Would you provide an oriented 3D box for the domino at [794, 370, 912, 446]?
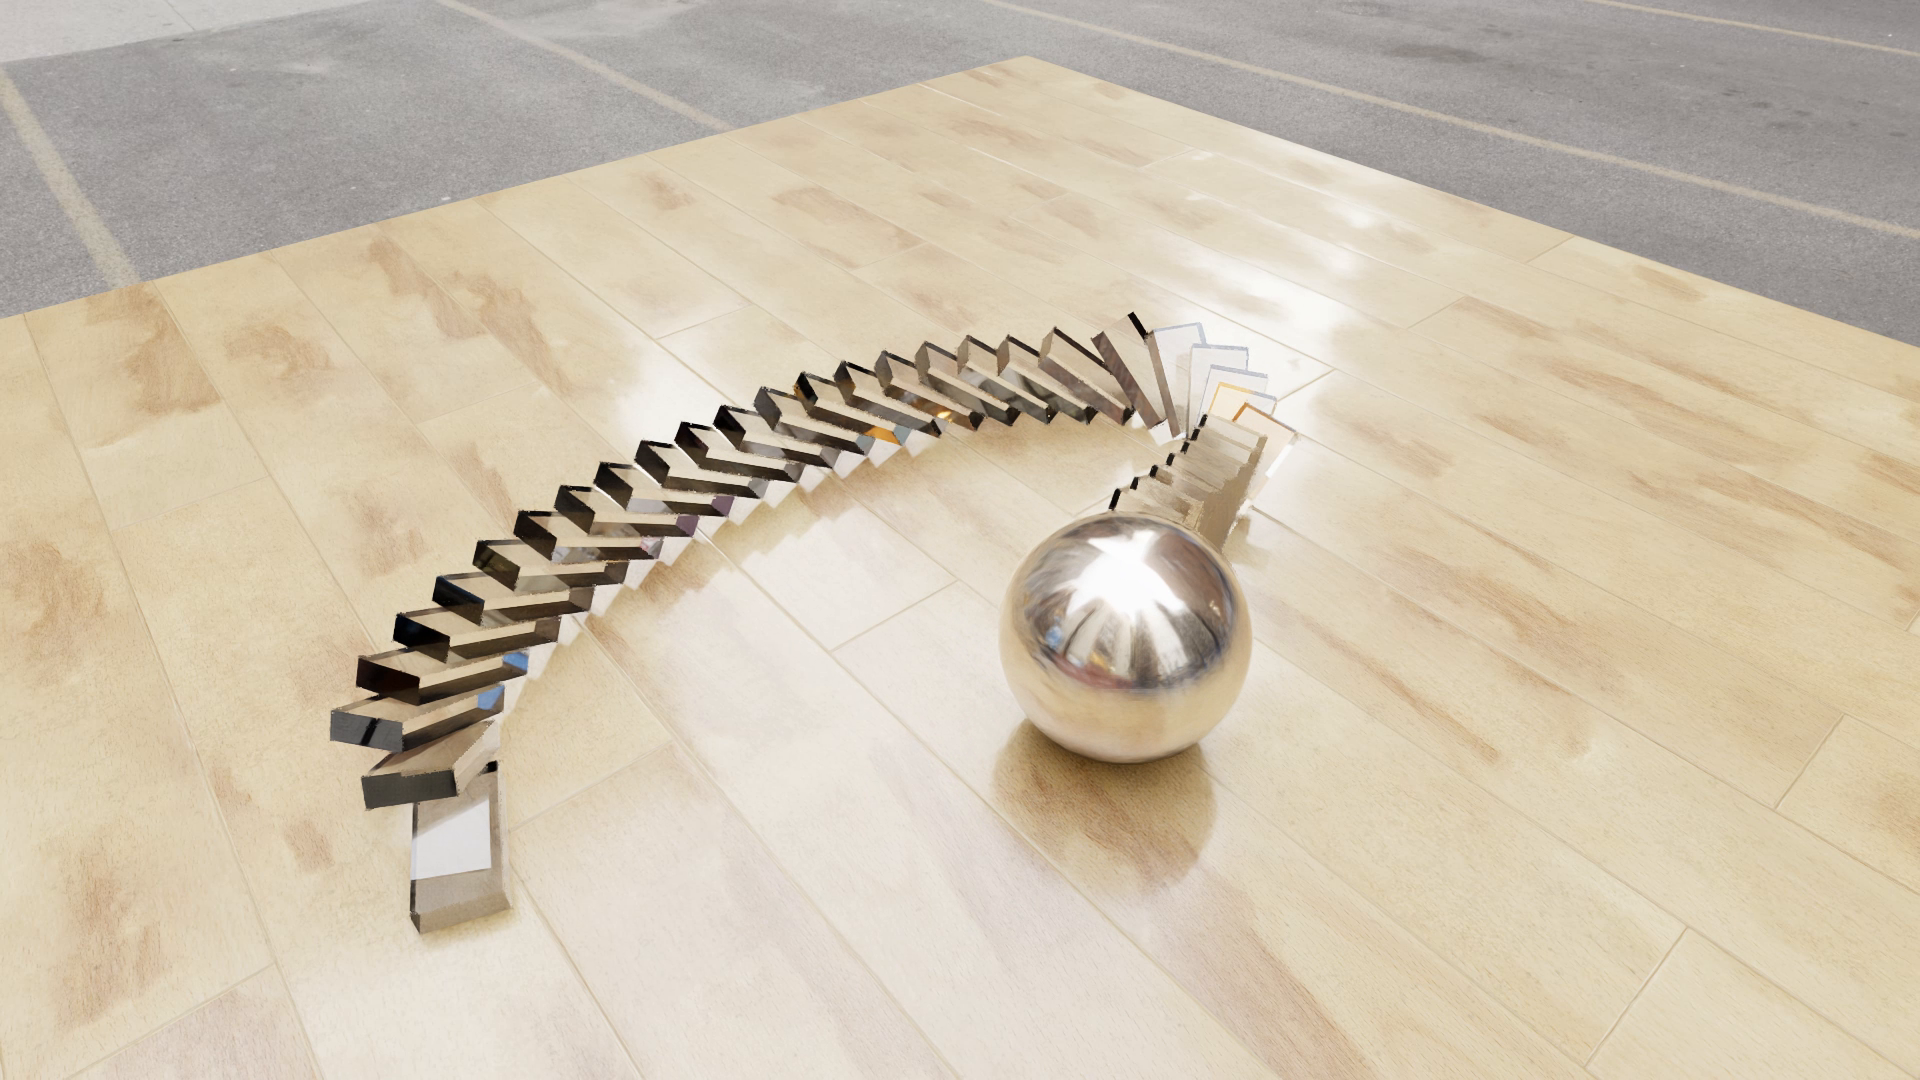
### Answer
[{"bbox_3d":[-0.048,-0.059,0.496,0.050,0.010,0.025,15,28,-36],"label":"domino"}]

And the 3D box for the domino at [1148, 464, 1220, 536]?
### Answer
[{"bbox_3d":[0.076,0.000,0.413,0.025,0.050,0.010,31,23,32],"label":"domino"}]

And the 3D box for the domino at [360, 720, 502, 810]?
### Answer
[{"bbox_3d":[-0.162,0.068,0.340,0.025,0.009,0.050,-7,7,-8],"label":"domino"}]

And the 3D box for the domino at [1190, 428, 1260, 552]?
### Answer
[{"bbox_3d":[0.096,-0.016,0.432,0.025,0.050,0.010,31,22,32],"label":"domino"}]

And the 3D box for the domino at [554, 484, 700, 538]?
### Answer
[{"bbox_3d":[-0.132,-0.011,0.437,0.025,0.010,0.050,31,17,32],"label":"domino"}]

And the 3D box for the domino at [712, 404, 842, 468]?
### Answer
[{"bbox_3d":[-0.079,-0.045,0.478,0.050,0.009,0.025,9,26,-45],"label":"domino"}]

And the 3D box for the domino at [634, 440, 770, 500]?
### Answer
[{"bbox_3d":[-0.107,-0.029,0.459,0.050,0.009,0.025,6,25,-49],"label":"domino"}]

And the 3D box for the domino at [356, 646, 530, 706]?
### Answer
[{"bbox_3d":[-0.173,0.043,0.371,0.025,0.010,0.050,13,9,17],"label":"domino"}]

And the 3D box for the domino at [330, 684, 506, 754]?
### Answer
[{"bbox_3d":[-0.174,0.055,0.355,0.025,0.009,0.050,7,7,11],"label":"domino"}]

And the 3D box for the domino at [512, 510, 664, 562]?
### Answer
[{"bbox_3d":[-0.143,-0.002,0.426,0.025,0.010,0.050,29,15,30],"label":"domino"}]

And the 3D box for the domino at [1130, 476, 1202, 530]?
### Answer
[{"bbox_3d":[0.068,0.004,0.407,0.025,0.050,0.009,31,23,32],"label":"domino"}]

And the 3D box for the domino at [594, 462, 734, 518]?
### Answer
[{"bbox_3d":[-0.120,-0.020,0.448,0.025,0.010,0.050,33,18,34],"label":"domino"}]

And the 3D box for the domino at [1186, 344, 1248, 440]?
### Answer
[{"bbox_3d":[0.116,-0.063,0.496,0.025,0.010,0.050,4,79,4],"label":"domino"}]

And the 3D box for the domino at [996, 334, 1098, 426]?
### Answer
[{"bbox_3d":[0.041,-0.075,0.515,0.050,0.009,0.025,26,35,-20],"label":"domino"}]

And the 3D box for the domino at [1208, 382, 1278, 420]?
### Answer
[{"bbox_3d":[0.114,-0.040,0.469,0.025,0.010,0.050,20,83,20],"label":"domino"}]

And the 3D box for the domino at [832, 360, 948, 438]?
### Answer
[{"bbox_3d":[-0.031,-0.064,0.502,0.050,0.010,0.025,17,29,-33],"label":"domino"}]

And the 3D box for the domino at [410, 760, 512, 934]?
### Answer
[{"bbox_3d":[-0.151,0.091,0.332,0.025,0.009,0.050,-13,41,-15],"label":"domino"}]

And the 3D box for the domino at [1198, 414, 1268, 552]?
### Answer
[{"bbox_3d":[0.101,-0.023,0.440,0.025,0.050,0.010,30,22,31],"label":"domino"}]

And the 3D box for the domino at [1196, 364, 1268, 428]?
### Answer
[{"bbox_3d":[0.117,-0.050,0.482,0.025,0.009,0.050,13,80,16],"label":"domino"}]

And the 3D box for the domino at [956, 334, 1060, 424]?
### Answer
[{"bbox_3d":[0.022,-0.075,0.515,0.050,0.009,0.025,26,33,-20],"label":"domino"}]

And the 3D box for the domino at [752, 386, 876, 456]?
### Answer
[{"bbox_3d":[-0.064,-0.052,0.487,0.050,0.009,0.025,12,26,-41],"label":"domino"}]

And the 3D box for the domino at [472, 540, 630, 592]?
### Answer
[{"bbox_3d":[-0.153,0.009,0.413,0.025,0.010,0.050,25,14,28],"label":"domino"}]

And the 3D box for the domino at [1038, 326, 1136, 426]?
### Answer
[{"bbox_3d":[0.060,-0.077,0.516,0.050,0.009,0.025,32,37,-15],"label":"domino"}]

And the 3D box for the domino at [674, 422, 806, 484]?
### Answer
[{"bbox_3d":[-0.093,-0.037,0.469,0.050,0.010,0.025,7,25,-47],"label":"domino"}]

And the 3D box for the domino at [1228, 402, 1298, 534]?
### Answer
[{"bbox_3d":[0.114,-0.029,0.455,0.025,0.010,0.050,36,89,26],"label":"domino"}]

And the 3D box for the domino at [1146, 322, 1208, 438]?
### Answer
[{"bbox_3d":[0.105,-0.074,0.509,0.025,0.009,0.050,-12,83,-15],"label":"domino"}]

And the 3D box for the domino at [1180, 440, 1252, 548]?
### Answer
[{"bbox_3d":[0.090,-0.010,0.425,0.025,0.050,0.010,31,23,32],"label":"domino"}]

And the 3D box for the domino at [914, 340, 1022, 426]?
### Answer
[{"bbox_3d":[0.004,-0.073,0.512,0.050,0.010,0.025,23,31,-25],"label":"domino"}]

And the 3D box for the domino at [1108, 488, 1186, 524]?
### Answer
[{"bbox_3d":[0.061,0.009,0.401,0.025,0.050,0.009,31,23,32],"label":"domino"}]

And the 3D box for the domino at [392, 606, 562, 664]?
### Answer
[{"bbox_3d":[-0.168,0.031,0.386,0.025,0.009,0.050,17,10,21],"label":"domino"}]

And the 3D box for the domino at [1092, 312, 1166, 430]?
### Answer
[{"bbox_3d":[0.085,-0.080,0.515,0.025,0.009,0.050,-37,96,-36],"label":"domino"}]

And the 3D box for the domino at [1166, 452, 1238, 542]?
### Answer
[{"bbox_3d":[0.083,-0.005,0.419,0.025,0.050,0.010,31,23,32],"label":"domino"}]

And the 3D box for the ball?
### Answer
[{"bbox_3d":[0.052,0.031,0.351,0.080,0.080,0.080,0,39,0],"label":"ball"}]

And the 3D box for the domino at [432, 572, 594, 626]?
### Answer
[{"bbox_3d":[-0.161,0.020,0.400,0.025,0.009,0.050,21,12,24],"label":"domino"}]

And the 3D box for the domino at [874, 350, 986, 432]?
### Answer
[{"bbox_3d":[-0.014,-0.069,0.507,0.050,0.010,0.025,19,30,-30],"label":"domino"}]
